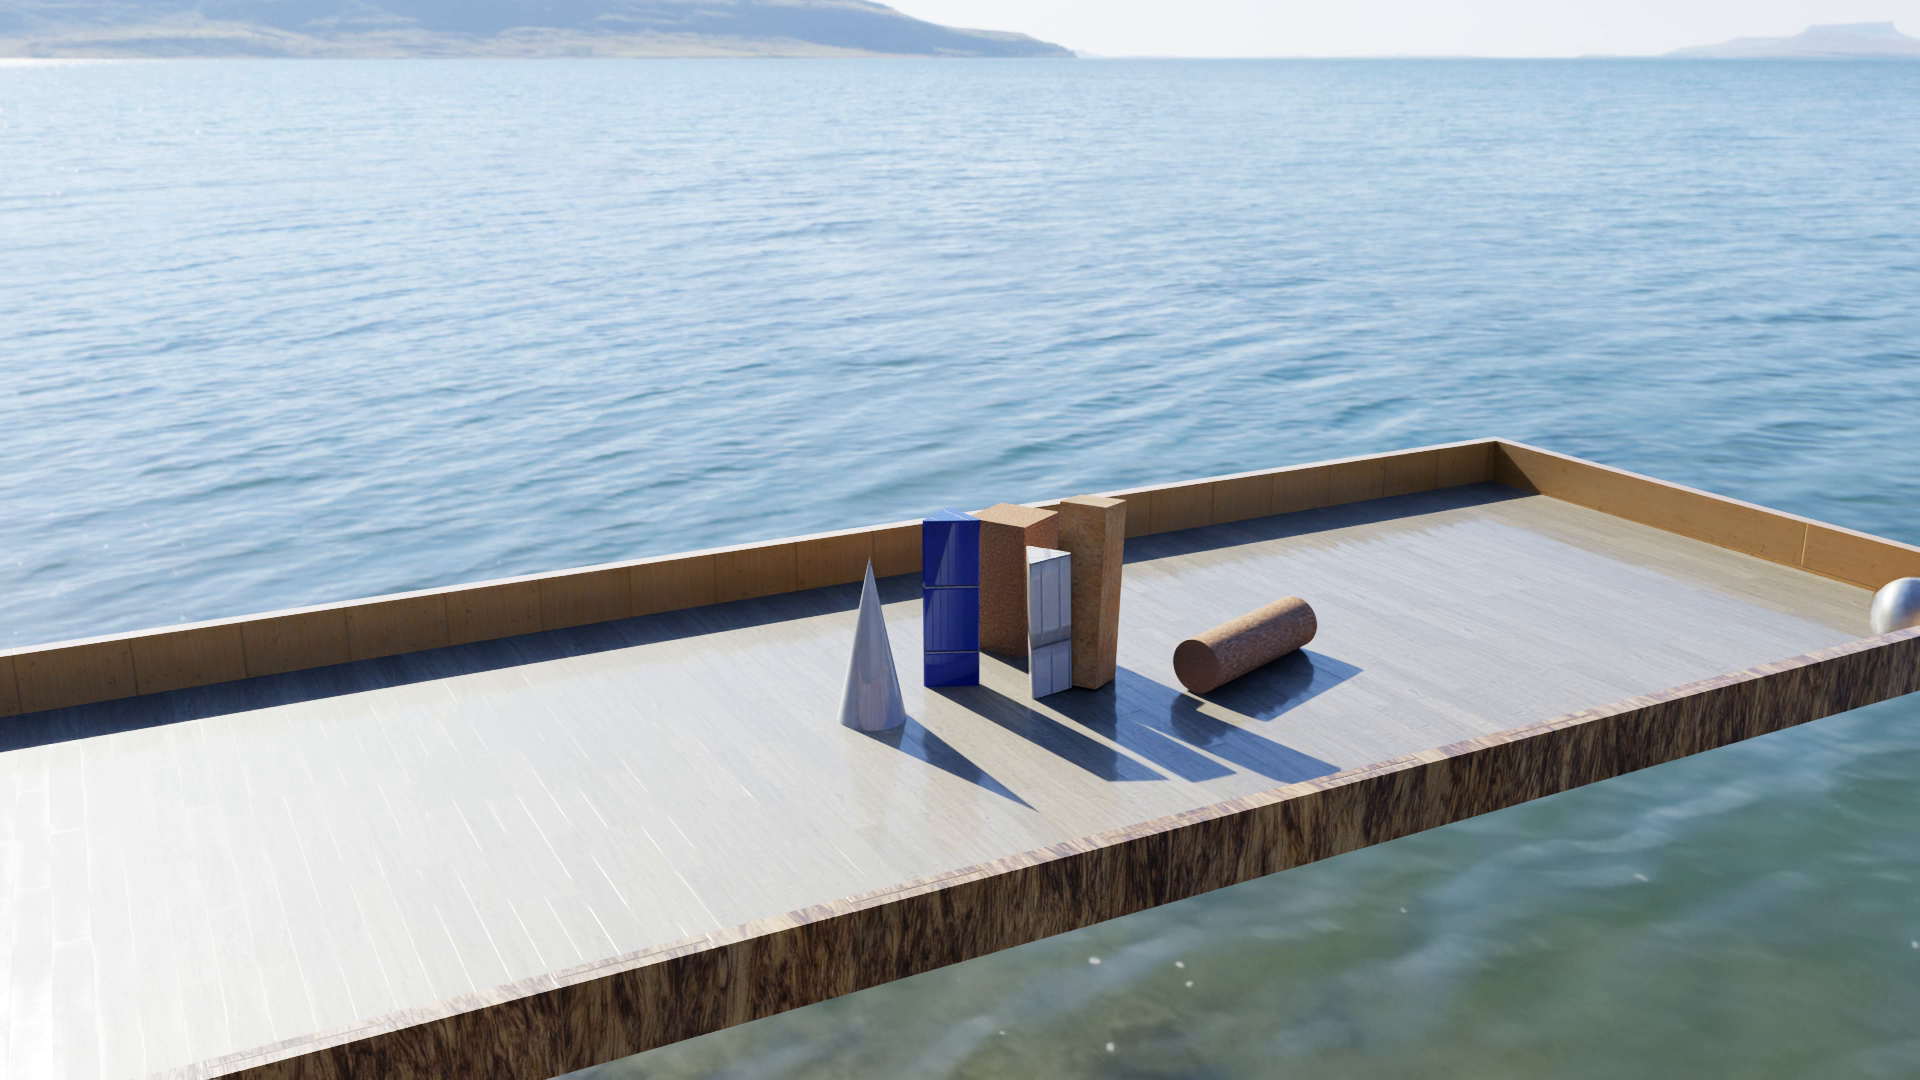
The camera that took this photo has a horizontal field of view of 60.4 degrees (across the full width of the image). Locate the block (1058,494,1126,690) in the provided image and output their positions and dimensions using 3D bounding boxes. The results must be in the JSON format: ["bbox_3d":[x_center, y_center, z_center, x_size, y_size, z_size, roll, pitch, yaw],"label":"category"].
[{"bbox_3d":[0.318,0.127,4.098,0.124,0.456,0.124,9,13,27],"label":"block"}]

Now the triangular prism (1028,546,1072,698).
[{"bbox_3d":[0.196,0.196,4.039,0.116,0.356,0.100,-14,23,-29],"label":"triangular prism"}]

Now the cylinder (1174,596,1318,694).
[{"bbox_3d":[0.734,0.263,4.216,0.137,0.137,0.458,14,22,40],"label":"cylinder"}]

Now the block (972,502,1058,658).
[{"bbox_3d":[0.138,0.104,4.374,0.177,0.354,0.177,10,19,31],"label":"block"}]

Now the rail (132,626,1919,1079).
[{"bbox_3d":[-2.336,1.006,1.665,12.000,0.150,0.050,-9,18,-27],"label":"rail"}]

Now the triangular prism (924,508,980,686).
[{"bbox_3d":[-0.024,0.141,4.112,0.137,0.430,0.119,-1,16,-3],"label":"triangular prism"}]

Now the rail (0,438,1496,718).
[{"bbox_3d":[-3.305,0.497,3.399,12.000,0.150,0.050,-9,18,-27],"label":"rail"}]

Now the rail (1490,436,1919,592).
[{"bbox_3d":[2.466,-0.048,5.253,0.050,0.150,2.100,-9,18,-27],"label":"rail"}]

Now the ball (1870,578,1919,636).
[{"bbox_3d":[2.503,0.197,4.338,0.196,0.196,0.196,0,16,0],"label":"ball"}]

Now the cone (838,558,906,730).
[{"bbox_3d":[-0.209,0.230,3.865,0.165,0.399,0.165,0,16,0],"label":"cone"}]
